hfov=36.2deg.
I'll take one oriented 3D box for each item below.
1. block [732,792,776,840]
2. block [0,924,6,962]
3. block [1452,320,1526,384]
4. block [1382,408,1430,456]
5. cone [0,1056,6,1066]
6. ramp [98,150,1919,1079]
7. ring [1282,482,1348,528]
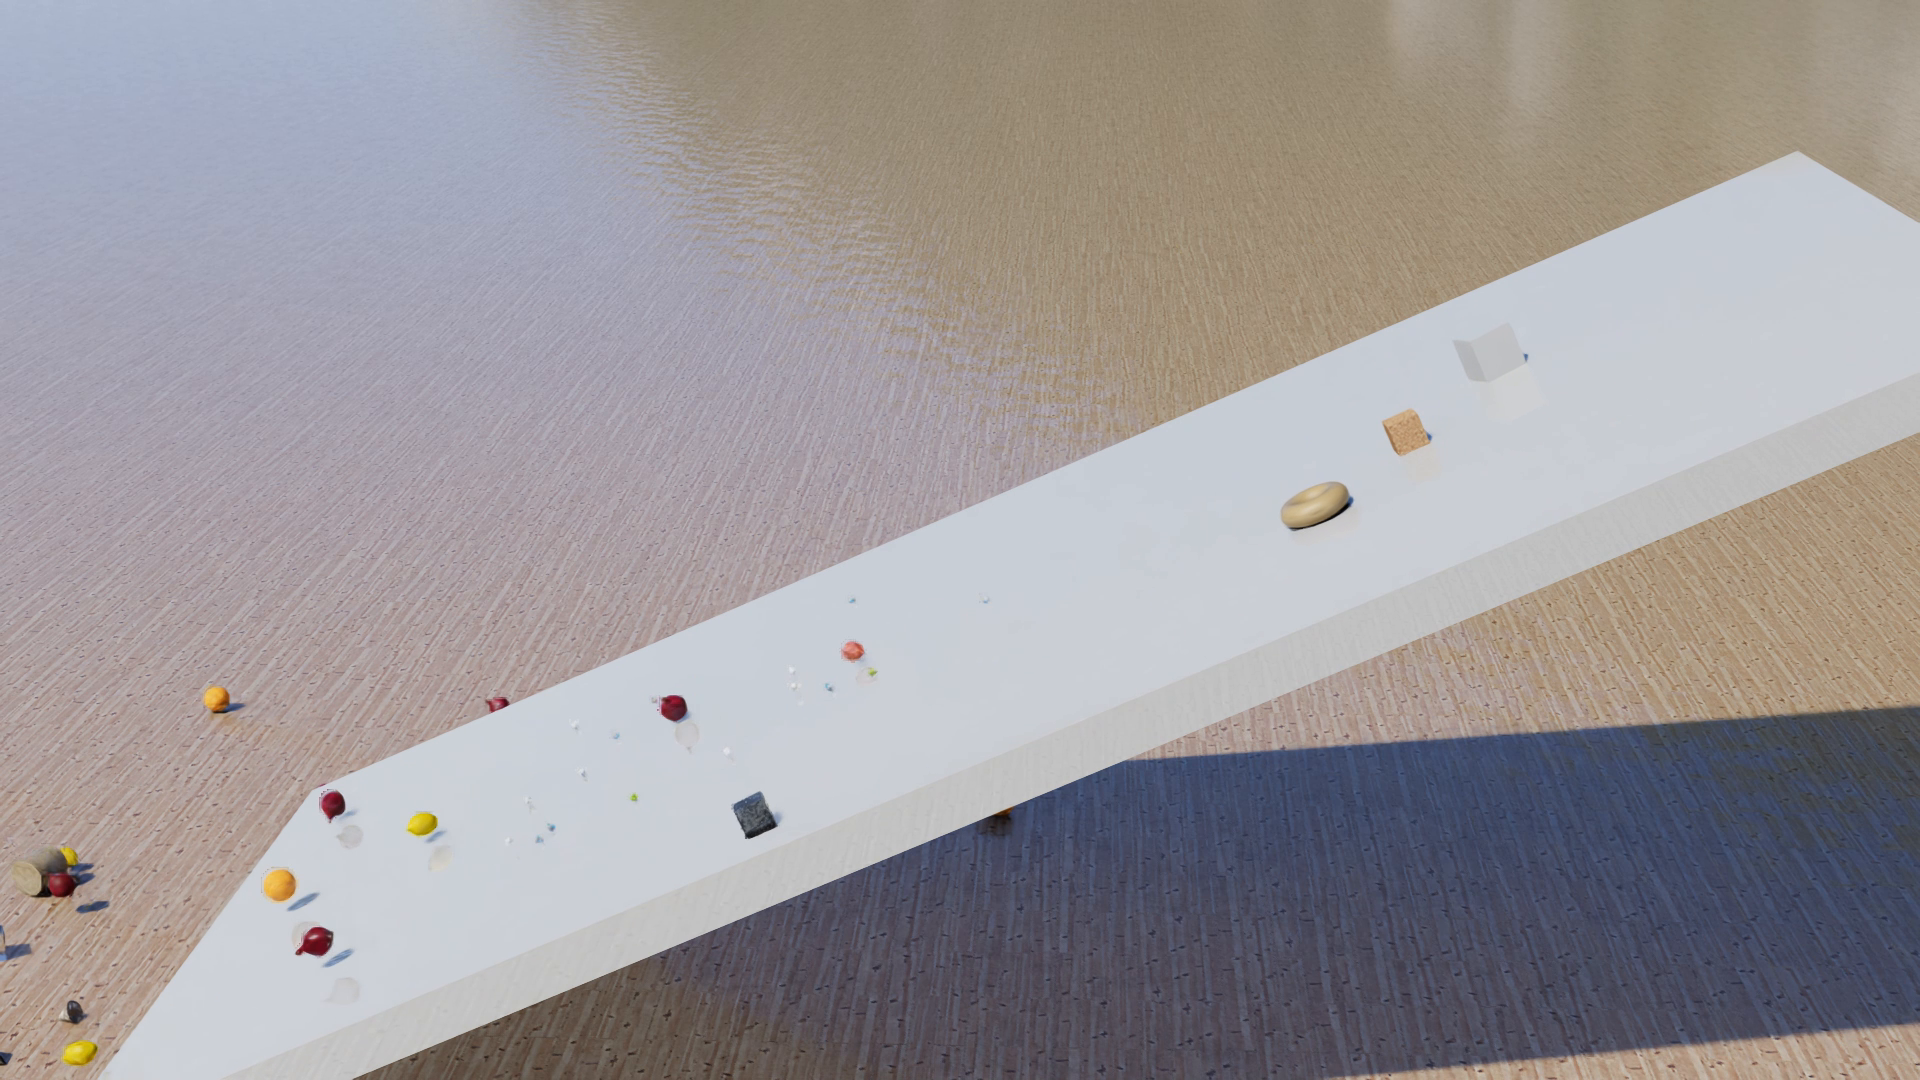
[{"bbox_3d":[-0.386,0.517,5.516,0.059,0.059,0.059,-26,13,-3],"label":"block"},{"bbox_3d":[-2.217,0.925,6.722,0.064,0.064,0.064,-6,16,-21],"label":"block"},{"bbox_3d":[1.125,-0.402,6.257,0.097,0.097,0.097,-27,13,-10],"label":"block"},{"bbox_3d":[0.910,-0.220,6.004,0.067,0.067,0.067,-25,13,3],"label":"block"},{"bbox_3d":[-2.031,1.091,6.187,0.061,0.061,0.061,27,16,-2],"label":"cone"},{"bbox_3d":[0.133,0.170,6.283,4.000,0.100,2.000,-23,13,9],"label":"ramp"},{"bbox_3d":[0.704,-0.070,5.835,0.145,0.048,0.145,-25,12,5],"label":"ring"}]
